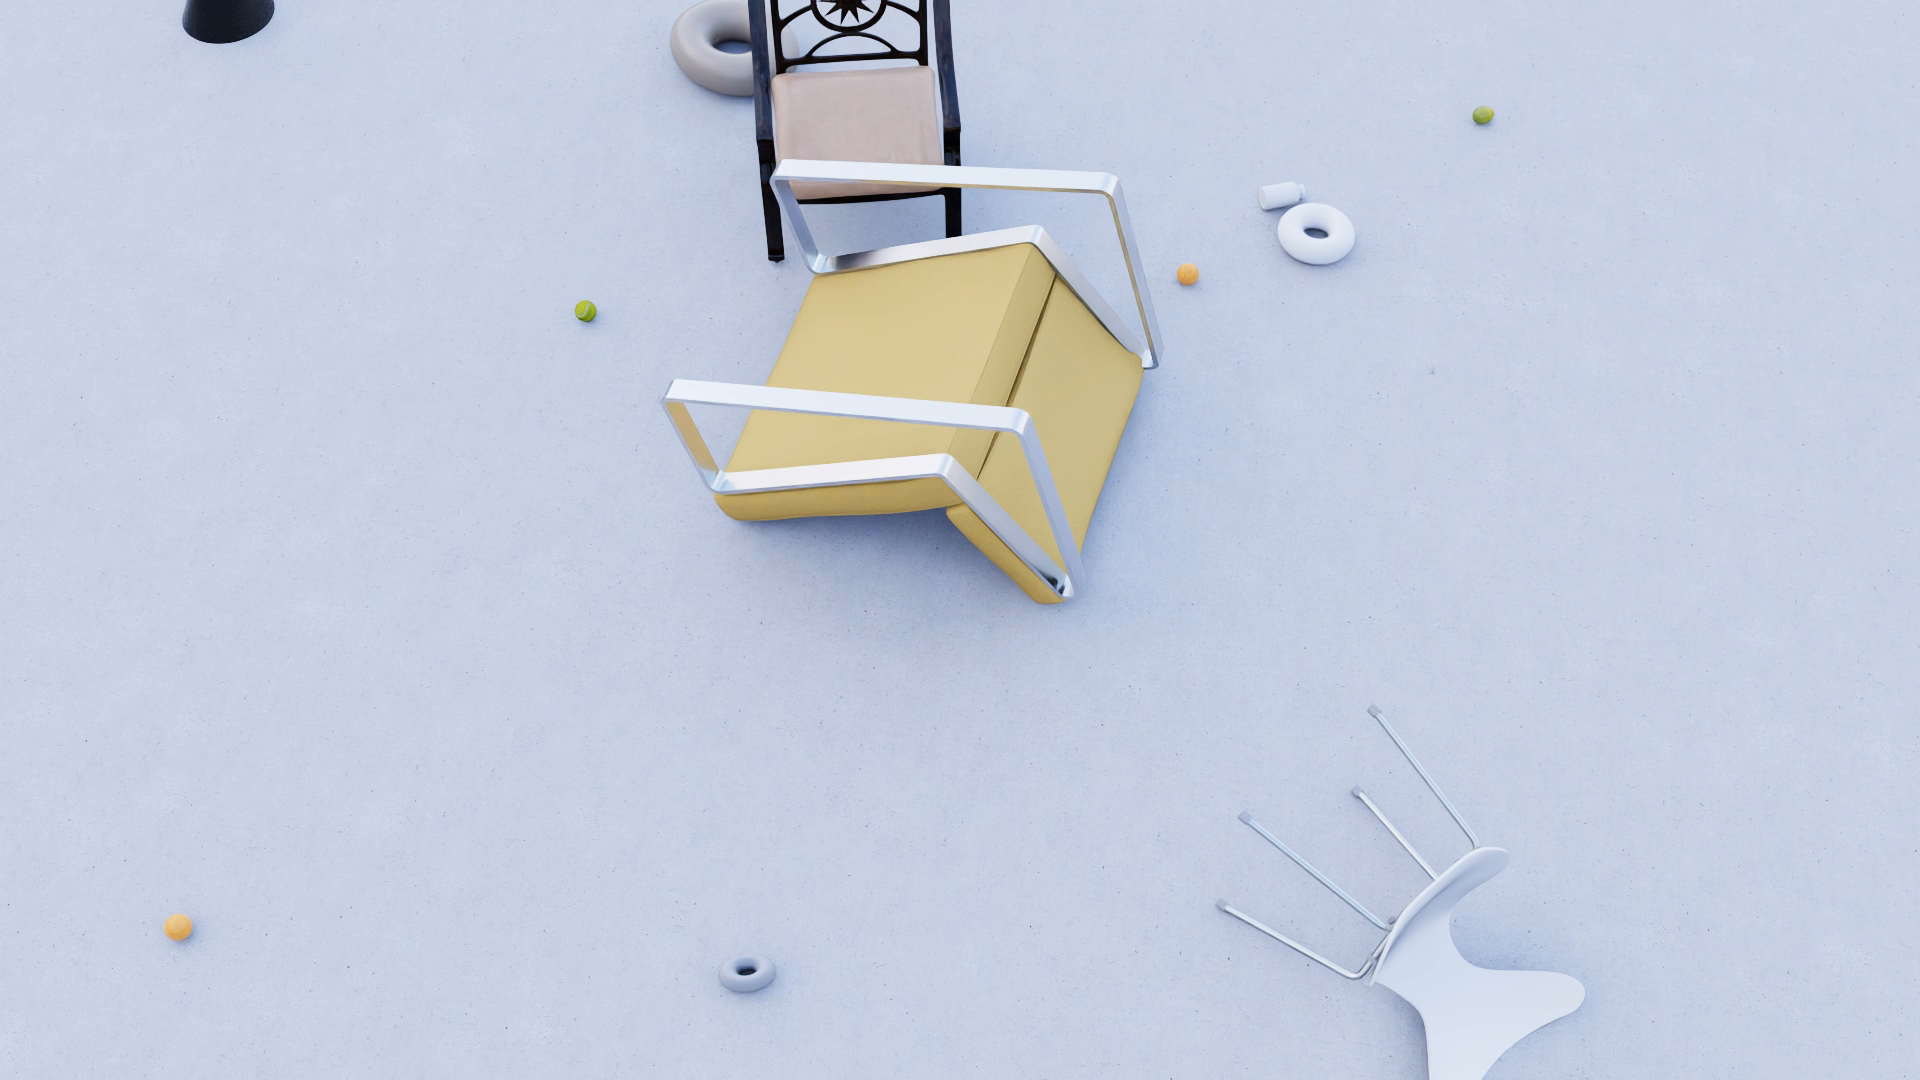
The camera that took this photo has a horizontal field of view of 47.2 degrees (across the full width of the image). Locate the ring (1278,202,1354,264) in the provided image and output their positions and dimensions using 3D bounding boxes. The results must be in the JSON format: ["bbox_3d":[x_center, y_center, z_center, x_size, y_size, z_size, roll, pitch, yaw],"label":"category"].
[{"bbox_3d":[1.165,-1.002,7.194,0.253,0.090,0.231,13,58,7],"label":"ring"}]

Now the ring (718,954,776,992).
[{"bbox_3d":[-0.558,1.135,5.766,0.150,0.078,0.094,-7,54,-7],"label":"ring"}]

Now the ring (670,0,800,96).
[{"bbox_3d":[-0.782,-1.710,7.630,0.479,0.154,0.385,26,61,18],"label":"ring"}]

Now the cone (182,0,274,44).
[{"bbox_3d":[-2.606,-1.965,7.698,0.326,0.323,0.303,-17,58,-11],"label":"cone"}]
